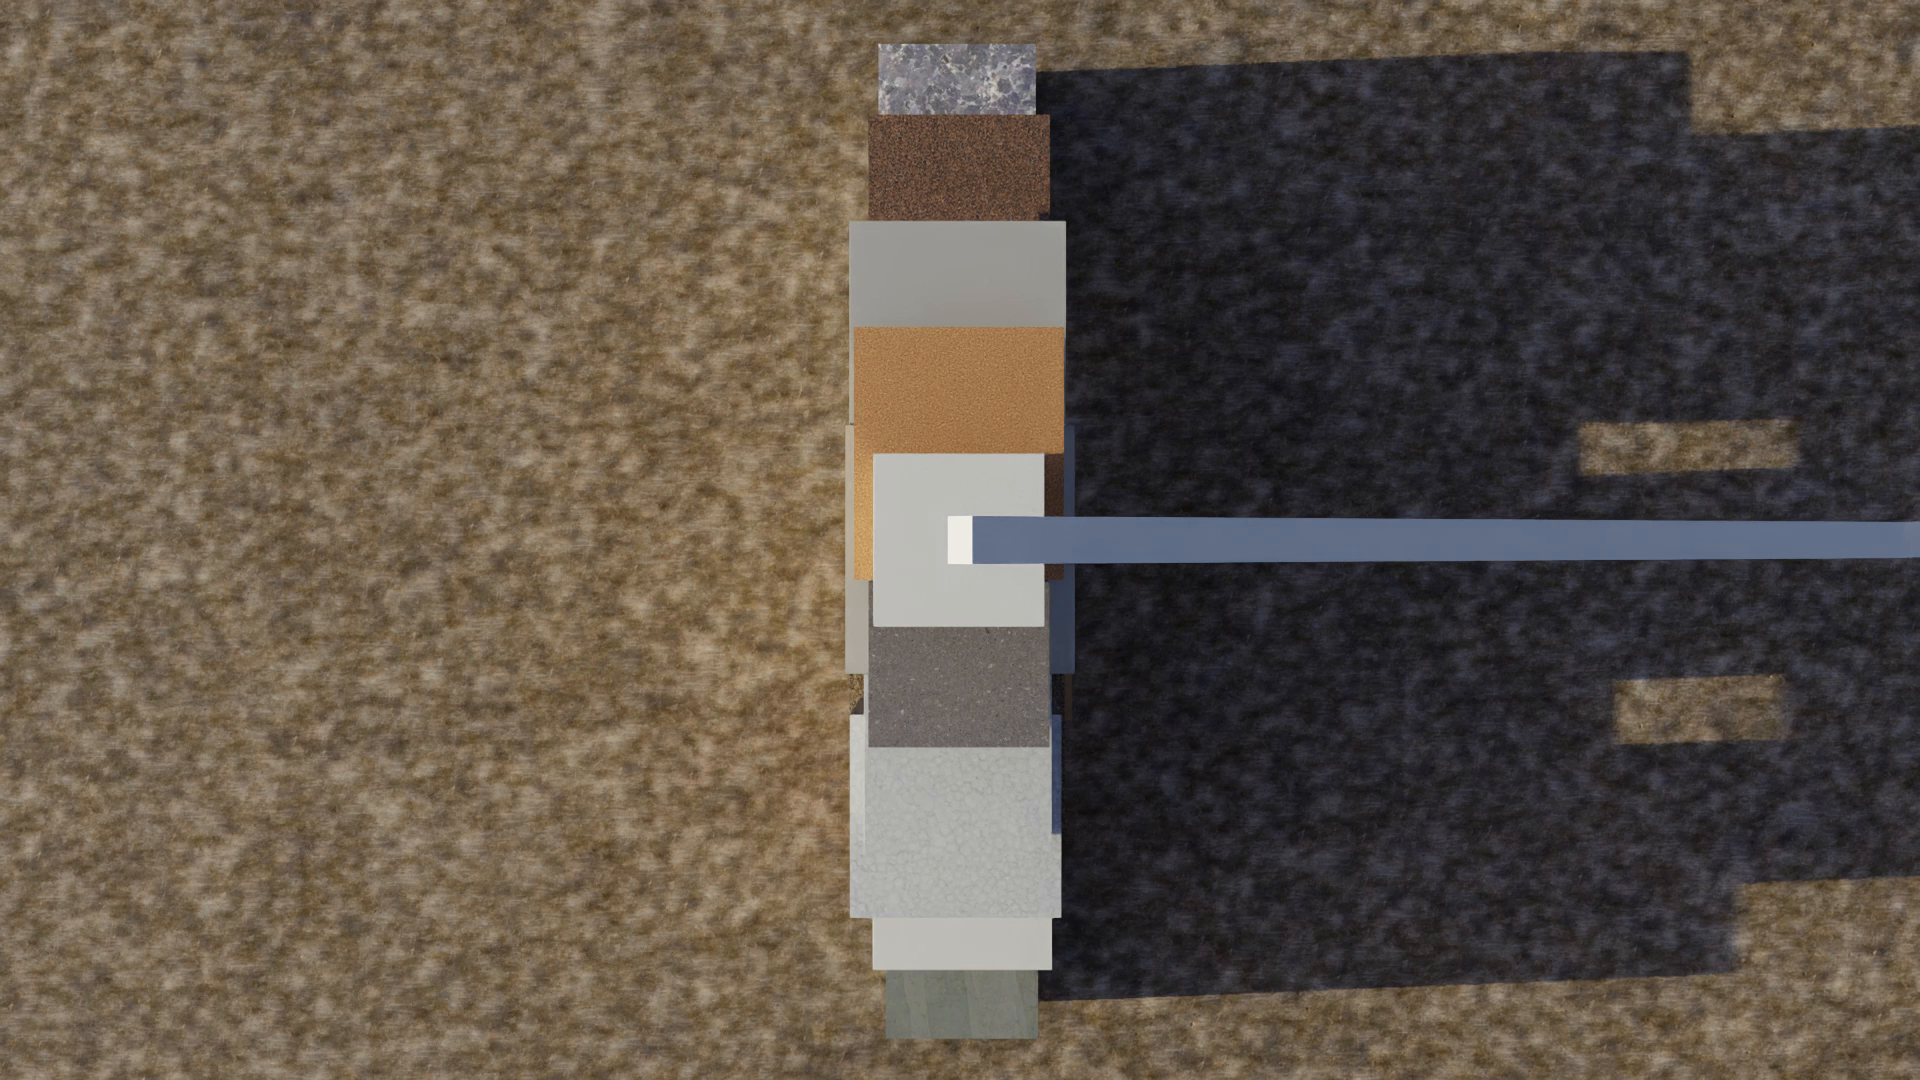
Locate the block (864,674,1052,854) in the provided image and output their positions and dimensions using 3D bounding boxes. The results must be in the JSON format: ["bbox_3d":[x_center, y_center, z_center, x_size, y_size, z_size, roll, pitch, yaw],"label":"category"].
[{"bbox_3d":[-0.009,0.926,9.376,0.774,0.614,0.744,0,90,0],"label":"block"}]

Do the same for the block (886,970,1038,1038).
[{"bbox_3d":[0.010,2.322,12.524,0.834,0.952,0.820,0,90,0],"label":"block"}]

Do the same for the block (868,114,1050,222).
[{"bbox_3d":[-0.004,-1.779,11.713,0.935,0.792,0.832,0,91,0],"label":"block"}]

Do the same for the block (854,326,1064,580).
[{"bbox_3d":[-0.004,-0.322,8.542,0.779,0.784,0.937,0,90,0],"label":"block"}]

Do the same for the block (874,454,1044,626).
[{"bbox_3d":[-0.003,0.000,7.817,0.581,0.665,0.589,0,90,0],"label":"block"}]

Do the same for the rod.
[{"bbox_3d":[2.234,0.000,5.022,5.200,0.080,0.080,0,90,-31],"label":"rod"}]

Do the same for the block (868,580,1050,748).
[{"bbox_3d":[-0.004,0.473,8.650,0.689,0.569,0.632,0,90,0],"label":"block"}]

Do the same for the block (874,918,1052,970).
[{"bbox_3d":[0.014,1.788,11.631,0.912,0.838,0.815,0,89,0],"label":"block"}]

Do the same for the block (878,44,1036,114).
[{"bbox_3d":[-0.015,-2.301,12.554,0.865,0.892,0.861,0,90,0],"label":"block"}]

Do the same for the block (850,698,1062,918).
[{"bbox_3d":[-0.019,1.216,10.175,0.931,0.983,0.895,0,90,0],"label":"block"}]

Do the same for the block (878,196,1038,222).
[{"bbox_3d":[-0.006,-1.282,10.929,0.773,0.680,0.759,0,90,0],"label":"block"}]

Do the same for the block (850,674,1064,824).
[{"bbox_3d":[-0.014,0.911,11.219,1.044,1.106,0.929,0,90,0],"label":"block"}]

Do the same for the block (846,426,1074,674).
[{"bbox_3d":[0.000,0.038,9.373,0.931,0.878,1.009,0,90,0],"label":"block"}]

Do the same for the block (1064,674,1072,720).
[{"bbox_3d":[0.014,0.377,12.386,1.171,1.228,1.177,0,90,0],"label":"block"}]

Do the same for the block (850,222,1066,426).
[{"bbox_3d":[-0.009,-0.889,9.391,0.883,0.845,0.823,0,90,0],"label":"block"}]
